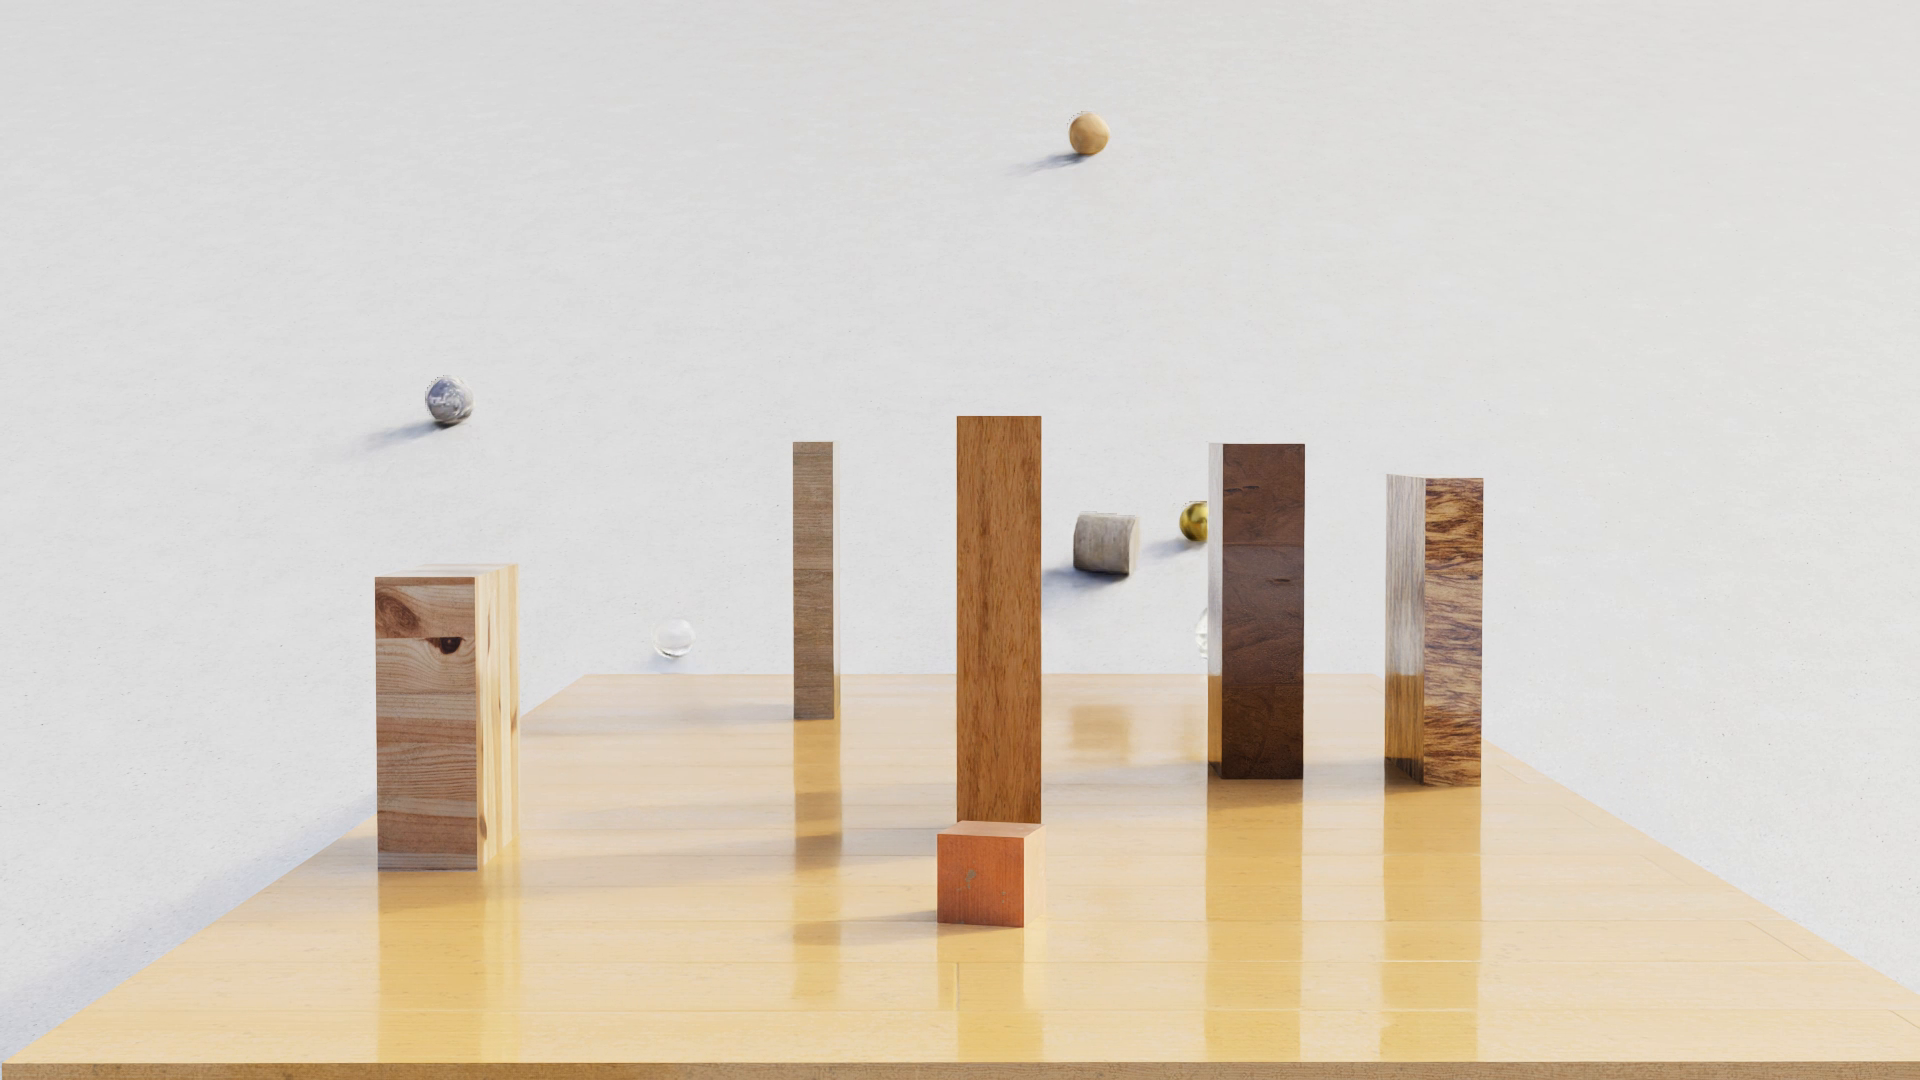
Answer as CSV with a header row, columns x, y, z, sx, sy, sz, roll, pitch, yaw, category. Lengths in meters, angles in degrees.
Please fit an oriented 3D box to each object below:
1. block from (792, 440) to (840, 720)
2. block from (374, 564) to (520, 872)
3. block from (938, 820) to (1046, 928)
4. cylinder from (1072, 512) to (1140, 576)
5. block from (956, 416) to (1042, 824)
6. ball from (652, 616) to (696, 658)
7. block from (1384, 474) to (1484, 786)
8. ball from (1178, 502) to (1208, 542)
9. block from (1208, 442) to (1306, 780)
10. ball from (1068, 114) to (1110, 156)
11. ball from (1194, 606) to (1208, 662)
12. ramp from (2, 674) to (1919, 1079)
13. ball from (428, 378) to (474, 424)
x,y,z,sx,sy,sz,roll,pitch,yaw,category
-0.314,0.080,5.664,0.086,0.595,0.325,0,3,0,block
-0.751,0.252,3.800,0.141,0.416,0.363,0,3,0,block
0.041,0.425,3.286,0.113,0.113,0.113,1,3,16,block
0.418,0.011,7.344,0.162,0.162,0.162,6,24,14,cylinder
0.058,0.132,3.932,0.126,0.642,0.243,0,3,0,block
-0.758,0.259,6.820,0.113,0.113,0.113,0,23,0,ball
0.856,0.152,4.668,0.101,0.537,0.408,0,3,0,block
0.701,-0.052,7.553,0.116,0.116,0.116,0,23,0,ball
0.537,0.122,4.685,0.146,0.596,0.255,0,3,0,block
0.588,-1.847,11.723,0.189,0.189,0.189,0,23,0,ball
0.706,0.246,6.680,0.193,0.193,0.193,0,23,0,ball
0.053,0.477,4.537,2.000,0.100,4.000,0,3,0,ramp
-1.675,-0.458,8.472,0.154,0.154,0.154,0,23,0,ball
